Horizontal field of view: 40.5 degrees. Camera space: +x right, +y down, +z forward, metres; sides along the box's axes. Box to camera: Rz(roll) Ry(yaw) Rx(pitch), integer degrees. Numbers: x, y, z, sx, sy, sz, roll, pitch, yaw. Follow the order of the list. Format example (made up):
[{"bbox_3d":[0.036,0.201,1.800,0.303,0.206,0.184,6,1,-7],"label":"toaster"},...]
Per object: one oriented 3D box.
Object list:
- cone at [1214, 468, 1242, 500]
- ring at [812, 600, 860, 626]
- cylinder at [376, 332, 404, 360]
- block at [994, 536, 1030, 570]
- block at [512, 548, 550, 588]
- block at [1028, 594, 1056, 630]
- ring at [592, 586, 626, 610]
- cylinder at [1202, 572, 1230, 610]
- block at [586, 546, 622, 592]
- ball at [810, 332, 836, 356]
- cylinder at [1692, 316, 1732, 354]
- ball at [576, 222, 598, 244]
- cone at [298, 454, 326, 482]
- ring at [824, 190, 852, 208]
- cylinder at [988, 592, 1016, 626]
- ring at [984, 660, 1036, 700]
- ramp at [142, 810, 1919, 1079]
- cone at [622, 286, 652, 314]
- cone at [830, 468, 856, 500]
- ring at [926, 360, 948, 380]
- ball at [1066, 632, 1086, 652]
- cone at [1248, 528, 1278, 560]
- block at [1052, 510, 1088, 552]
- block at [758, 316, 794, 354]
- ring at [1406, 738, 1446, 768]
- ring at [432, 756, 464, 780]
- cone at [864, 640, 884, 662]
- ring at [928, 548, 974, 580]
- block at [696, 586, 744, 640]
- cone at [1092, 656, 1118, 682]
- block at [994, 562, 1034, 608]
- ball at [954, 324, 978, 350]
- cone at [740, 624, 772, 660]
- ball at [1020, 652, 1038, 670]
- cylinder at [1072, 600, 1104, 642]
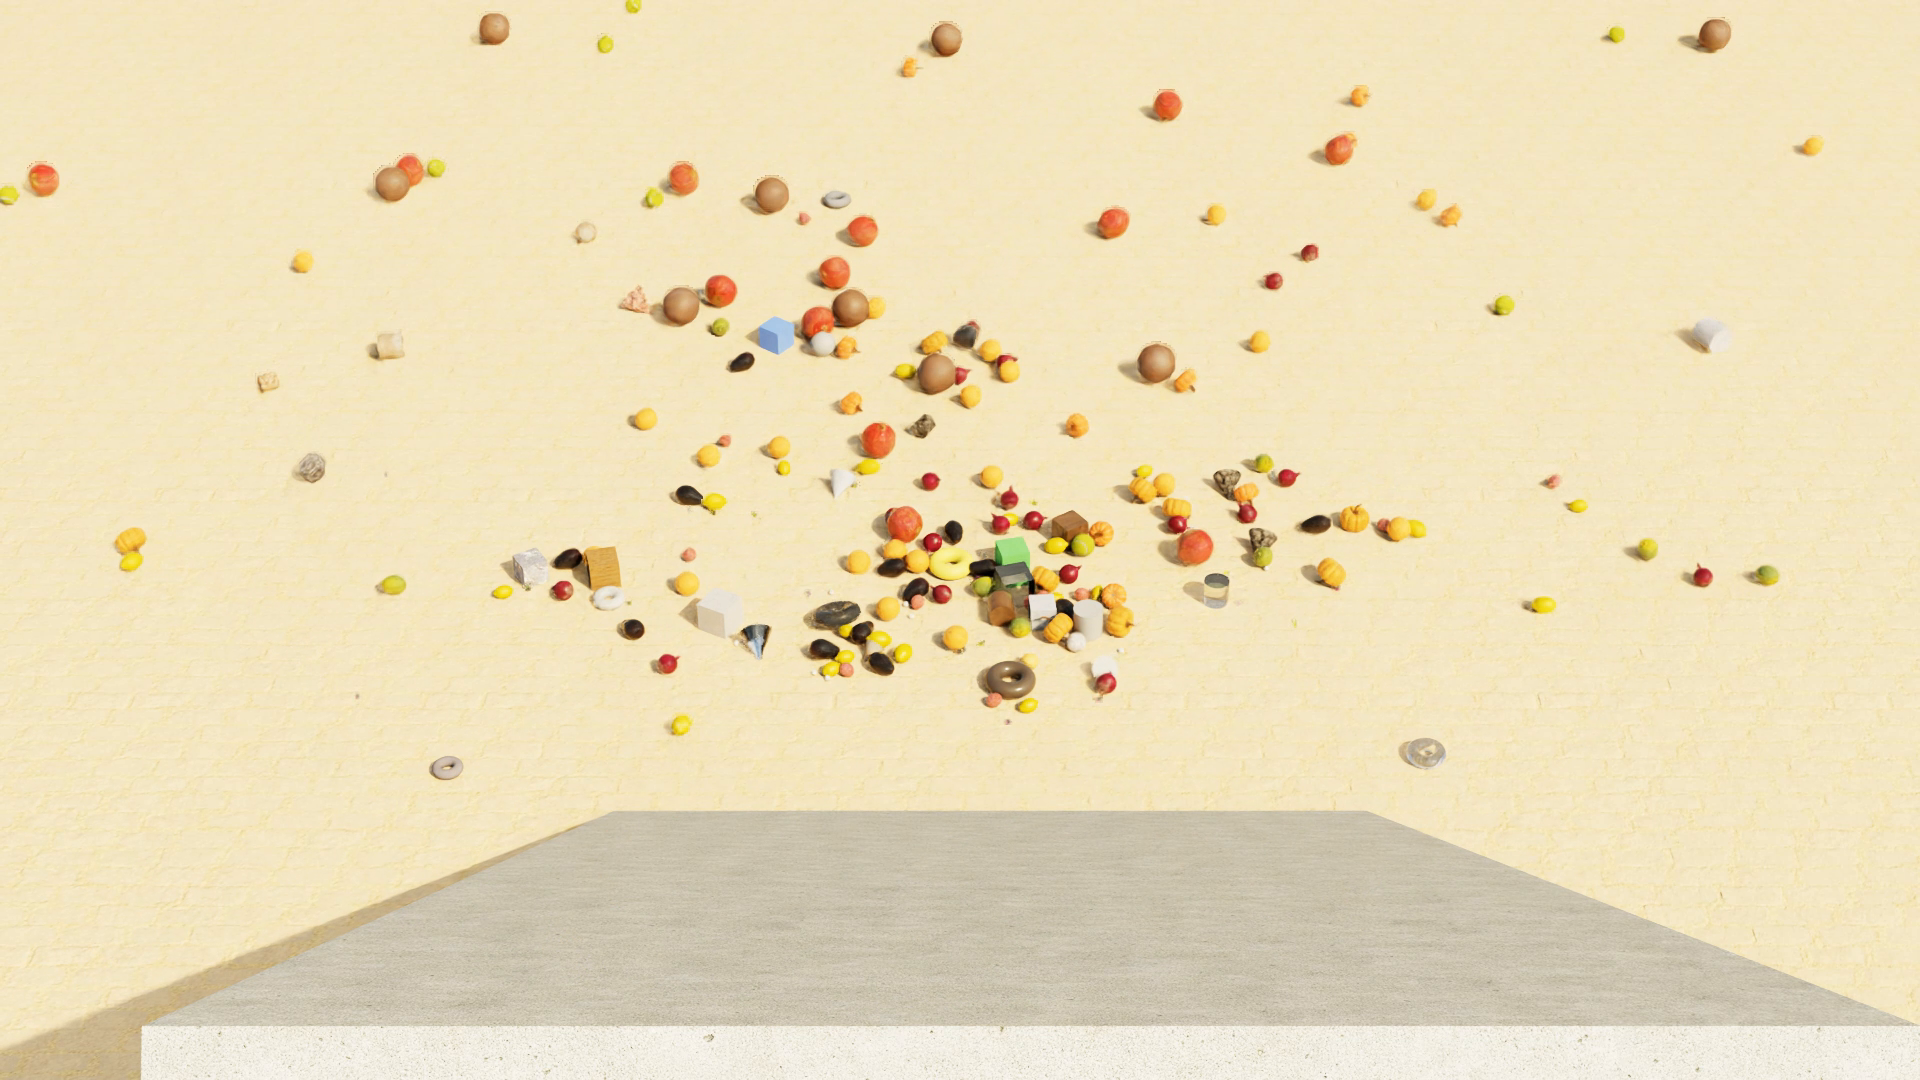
[{"bbox_3d":[0.844,-0.163,8.193,0.090,0.090,0.090,0,64,0],"label":"cone"},{"bbox_3d":[-0.362,0.217,7.652,0.143,0.048,0.143,-8,16,2],"label":"ring"},{"bbox_3d":[-1.930,-0.659,8.819,0.084,0.084,0.084,-8,38,-11],"label":"cylinder"},{"bbox_3d":[0.159,0.054,7.863,0.087,0.087,0.087,-9,38,-12],"label":"block"},{"bbox_3d":[-1.292,0.085,7.830,0.078,0.078,0.078,-21,41,-25],"label":"block"},{"bbox_3d":[0.242,0.213,7.661,0.075,0.075,0.075,-2,37,-3],"label":"block"},{"bbox_3d":[-1.046,0.173,7.751,0.098,0.033,0.098,0,37,0],"label":"ring"},{"bbox_3d":[0.762,0.152,7.742,0.077,0.077,0.077,0,37,0],"label":"cylinder"},{"bbox_3d":[-1.072,0.086,7.819,0.090,0.090,0.090,-9,38,-11],"label":"block"},{"bbox_3d":[-0.466,-0.664,8.824,0.085,0.085,0.085,0,37,0],"label":"ball"},{"bbox_3d":[2.564,-0.698,8.864,0.093,0.093,0.093,-16,39,-20],"label":"cylinder"},{"bbox_3d":[-1.355,-1.116,9.436,0.078,0.078,0.078,0,37,0],"label":"ball"},{"bbox_3d":[-2.022,-0.225,8.205,0.093,0.093,0.093,-30,23,-34],"label":"cone"},{"bbox_3d":[-0.455,-1.266,9.672,0.103,0.034,0.103,0,35,0],"label":"ring"},{"bbox_3d":[0.122,0.203,7.675,0.076,0.076,0.076,-5,29,-6],"label":"cylinder"},{"bbox_3d":[0.144,0.400,7.434,0.148,0.049,0.148,1,36,-1],"label":"ring"},{"bbox_3d":[0.081,0.683,4.918,2.000,0.100,4.000,0,-2,0],"label":"ramp"},{"bbox_3d":[-1.107,-0.816,9.063,0.099,0.099,0.099,42,48,8],"label":"cone"},{"bbox_3d":[-0.383,-0.164,8.195,0.089,0.089,0.089,11,65,15],"label":"cone"},{"bbox_3d":[-0.078,-0.568,8.729,0.077,0.026,0.077,-2,61,3],"label":"ring"},{"bbox_3d":[0.339,0.296,7.565,0.057,0.057,0.057,0,37,0],"label":"ball"},{"bbox_3d":[0.914,0.024,7.942,0.091,0.091,0.091,12,65,16],"label":"cone"},{"bbox_3d":[0.338,-0.028,7.979,0.080,0.080,0.080,-23,42,-27],"label":"block"},{"bbox_3d":[-0.625,-0.697,8.870,0.084,0.084,0.084,25,43,29],"label":"block"},{"bbox_3d":[1.289,0.589,7.191,0.112,0.037,0.112,-1,37,1],"label":"ring"},{"bbox_3d":[-1.408,0.626,7.148,0.086,0.029,0.086,0,35,0],"label":"ring"},{"bbox_3d":[-0.261,0.330,7.544,0.061,0.061,0.061,16,75,20],"label":"cone"},{"bbox_3d":[-0.026,0.071,7.876,0.138,0.046,0.138,-1,36,0],"label":"ring"},{"bbox_3d":[-0.704,0.215,7.642,0.095,0.095,0.095,19,41,23],"label":"block"},{"bbox_3d":[0.408,0.362,7.495,0.078,0.078,0.078,-8,11,-11],"label":"cone"},{"bbox_3d":[0.162,0.136,7.747,0.095,0.095,0.095,-10,38,-14],"label":"block"},{"bbox_3d":[0.021,-0.693,8.863,0.086,0.086,0.086,0,37,0],"label":"ball"},{"bbox_3d":[-0.588,0.309,7.560,0.097,0.097,0.097,-6,64,-8],"label":"cone"},{"bbox_3d":[0.201,0.350,7.499,0.051,0.051,0.051,0,37,0],"label":"ball"},{"bbox_3d":[0.375,0.236,7.621,0.087,0.087,0.087,0,37,0],"label":"cylinder"}]
